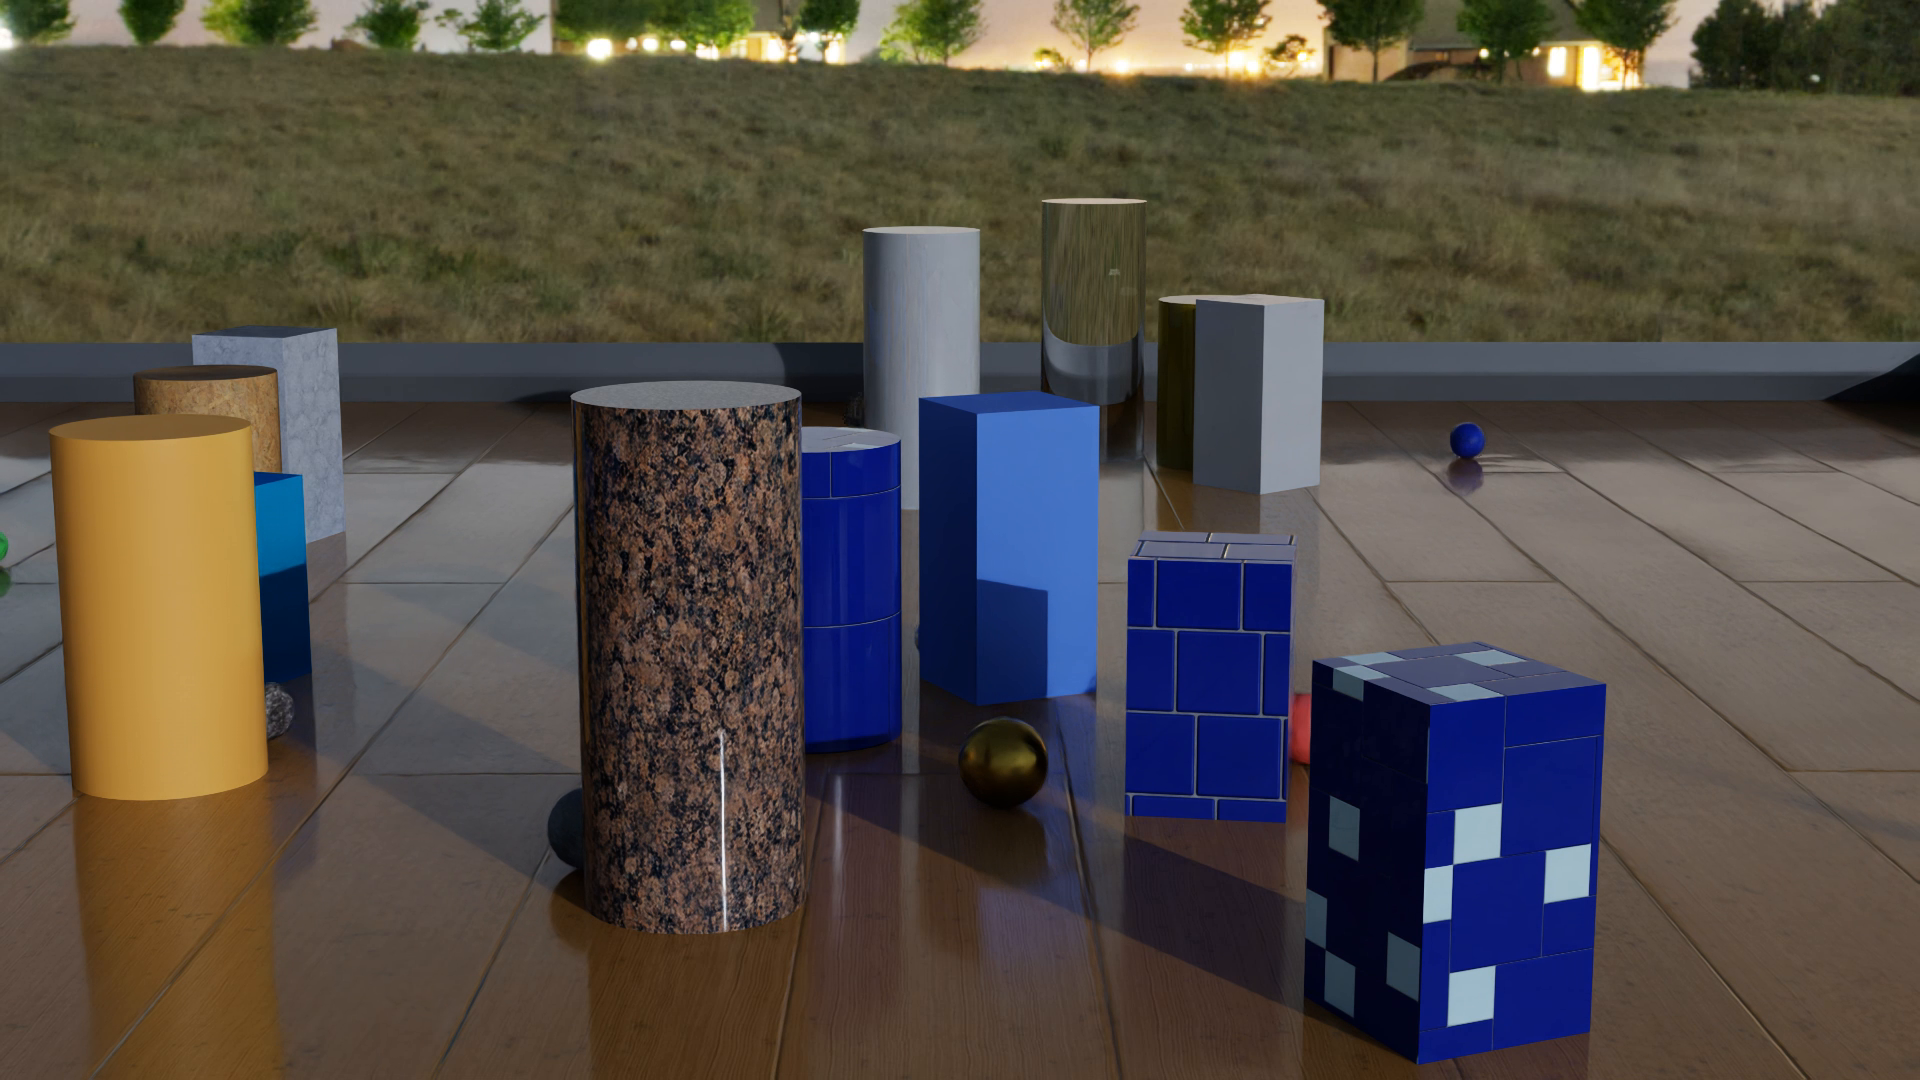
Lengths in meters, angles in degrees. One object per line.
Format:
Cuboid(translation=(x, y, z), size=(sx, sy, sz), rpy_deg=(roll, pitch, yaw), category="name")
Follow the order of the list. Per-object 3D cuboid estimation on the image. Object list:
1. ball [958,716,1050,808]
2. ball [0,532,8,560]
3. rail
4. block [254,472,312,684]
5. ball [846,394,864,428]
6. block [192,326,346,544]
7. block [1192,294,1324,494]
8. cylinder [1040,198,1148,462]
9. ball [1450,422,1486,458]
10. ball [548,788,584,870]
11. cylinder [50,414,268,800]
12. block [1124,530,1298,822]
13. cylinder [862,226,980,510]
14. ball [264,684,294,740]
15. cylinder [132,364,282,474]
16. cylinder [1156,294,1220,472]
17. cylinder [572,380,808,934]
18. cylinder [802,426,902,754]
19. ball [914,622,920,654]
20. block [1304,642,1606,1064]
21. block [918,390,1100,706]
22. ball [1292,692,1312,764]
Cuboid(translation=(0.043, 0.220, 2.546), size=(0.090, 0.090, 0.090), rpy_deg=(0, 11, 0), category="ball")
Cuboid(translation=(-1.433, 0.008, 3.783), size=(0.056, 0.056, 0.056), rpy_deg=(0, 11, 0), category="ball")
Cuboid(translation=(-0.013, -0.363, 5.585), size=(4.287, 0.127, 0.045), rpy_deg=(0, 11, 0), category="rail")
Cuboid(translation=(-0.889, 0.049, 3.051), size=(0.157, 0.243, 0.157), rpy_deg=(4, 11, 22), category="block")
Cuboid(translation=(-0.182, -0.244, 5.056), size=(0.088, 0.088, 0.088), rpy_deg=(0, 11, 0), category="ball")
Cuboid(translation=(-1.070, -0.163, 3.980), size=(0.157, 0.321, 0.157), rpy_deg=(3, 11, 16), category="block")
Cuboid(translation=(0.520, -0.258, 4.480), size=(0.157, 0.325, 0.157), rpy_deg=(-9, 14, -41), category="block")
Cuboid(translation=(0.249, -0.395, 4.804), size=(0.196, 0.476, 0.196), rpy_deg=(0, 11, 0), category="cylinder")
Cuboid(translation=(0.950, -0.186, 4.802), size=(0.067, 0.067, 0.067), rpy_deg=(0, 11, 0), category="ball")
Cuboid(translation=(-0.339, 0.264, 2.350), size=(0.075, 0.075, 0.075), rpy_deg=(0, 11, 0), category="ball")
Cuboid(translation=(-0.820, 0.064, 2.635), size=(0.196, 0.364, 0.196), rpy_deg=(0, 11, 0), category="cylinder")
Cuboid(translation=(0.252, 0.133, 2.561), size=(0.157, 0.256, 0.157), rpy_deg=(2, 11, 9), category="block")
Cuboid(translation=(-0.064, -0.292, 4.309), size=(0.196, 0.455, 0.196), rpy_deg=(0, 11, 0), category="cylinder")
Cuboid(translation=(-0.758, 0.188, 2.798), size=(0.062, 0.062, 0.062), rpy_deg=(0, 11, 0), category="ball")
Cuboid(translation=(-1.064, -0.090, 3.646), size=(0.196, 0.298, 0.196), rpy_deg=(0, 11, 0), category="cylinder")
Cuboid(translation=(0.461, -0.290, 4.714), size=(0.196, 0.303, 0.196), rpy_deg=(0, 11, 0), category="cylinder")
Cuboid(translation=(-0.234, 0.096, 2.232), size=(0.196, 0.448, 0.196), rpy_deg=(0, 11, 0), category="cylinder")
Cuboid(translation=(-0.162, 0.051, 2.811), size=(0.196, 0.326, 0.196), rpy_deg=(0, 11, 0), category="cylinder")
Cuboid(translation=(-0.022, 0.120, 3.149), size=(0.068, 0.068, 0.068), rpy_deg=(0, 11, 0), category="ball")
Cuboid(translation=(0.376, 0.234, 1.970), size=(0.157, 0.273, 0.157), rpy_deg=(-5, 12, -24), category="block")
Cuboid(translation=(0.056, 0.005, 3.023), size=(0.157, 0.339, 0.157), rpy_deg=(-5, 12, -25), category="block")
Cuboid(translation=(0.364, 0.199, 2.702), size=(0.075, 0.075, 0.075), rpy_deg=(0, 11, 0), category="ball")
